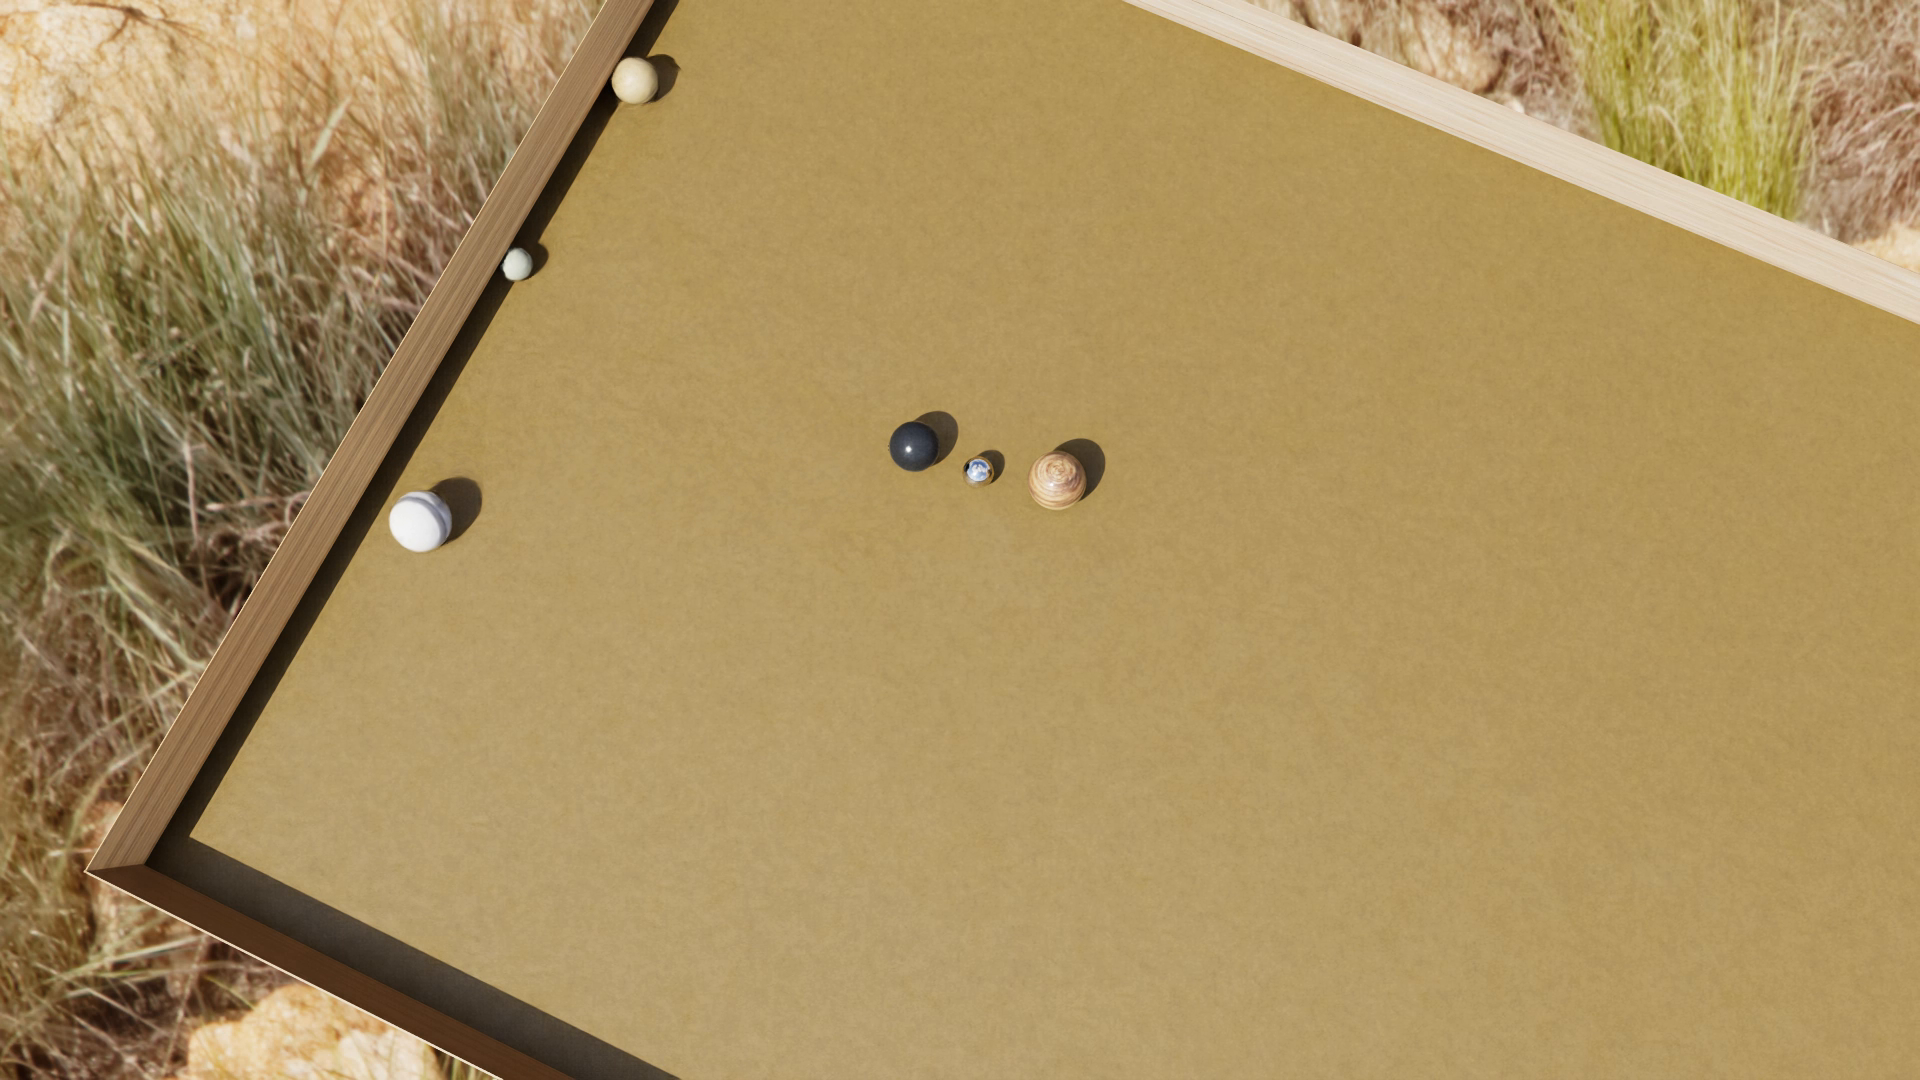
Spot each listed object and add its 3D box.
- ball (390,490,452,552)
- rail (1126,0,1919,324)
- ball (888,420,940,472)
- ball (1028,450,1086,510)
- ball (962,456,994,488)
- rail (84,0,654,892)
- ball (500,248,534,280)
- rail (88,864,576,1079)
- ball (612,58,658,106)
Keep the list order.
[{"bbox_3d":[-0.834,-0.030,3.404,0.095,0.095,0.095,0,72,0],"label":"ball"},{"bbox_3d":[1.248,-0.492,3.541,3.645,0.123,0.045,24,73,8],"label":"rail"},{"bbox_3d":[-0.071,-0.147,3.450,0.081,0.081,0.081,0,72,0],"label":"ball"},{"bbox_3d":[0.151,-0.093,3.426,0.093,0.093,0.093,0,72,0],"label":"ball"},{"bbox_3d":[0.028,-0.106,3.453,0.051,0.051,0.051,0,72,0],"label":"ball"},{"bbox_3d":[-0.803,-0.367,3.500,0.045,0.123,2.033,24,73,8],"label":"rail"},{"bbox_3d":[-0.719,-0.448,3.565,0.054,0.054,0.054,0,72,0],"label":"ball"},{"bbox_3d":[0.401,1.213,2.975,3.645,0.123,0.045,24,73,8],"label":"rail"},{"bbox_3d":[-0.541,-0.763,3.656,0.078,0.078,0.078,0,72,0],"label":"ball"}]
